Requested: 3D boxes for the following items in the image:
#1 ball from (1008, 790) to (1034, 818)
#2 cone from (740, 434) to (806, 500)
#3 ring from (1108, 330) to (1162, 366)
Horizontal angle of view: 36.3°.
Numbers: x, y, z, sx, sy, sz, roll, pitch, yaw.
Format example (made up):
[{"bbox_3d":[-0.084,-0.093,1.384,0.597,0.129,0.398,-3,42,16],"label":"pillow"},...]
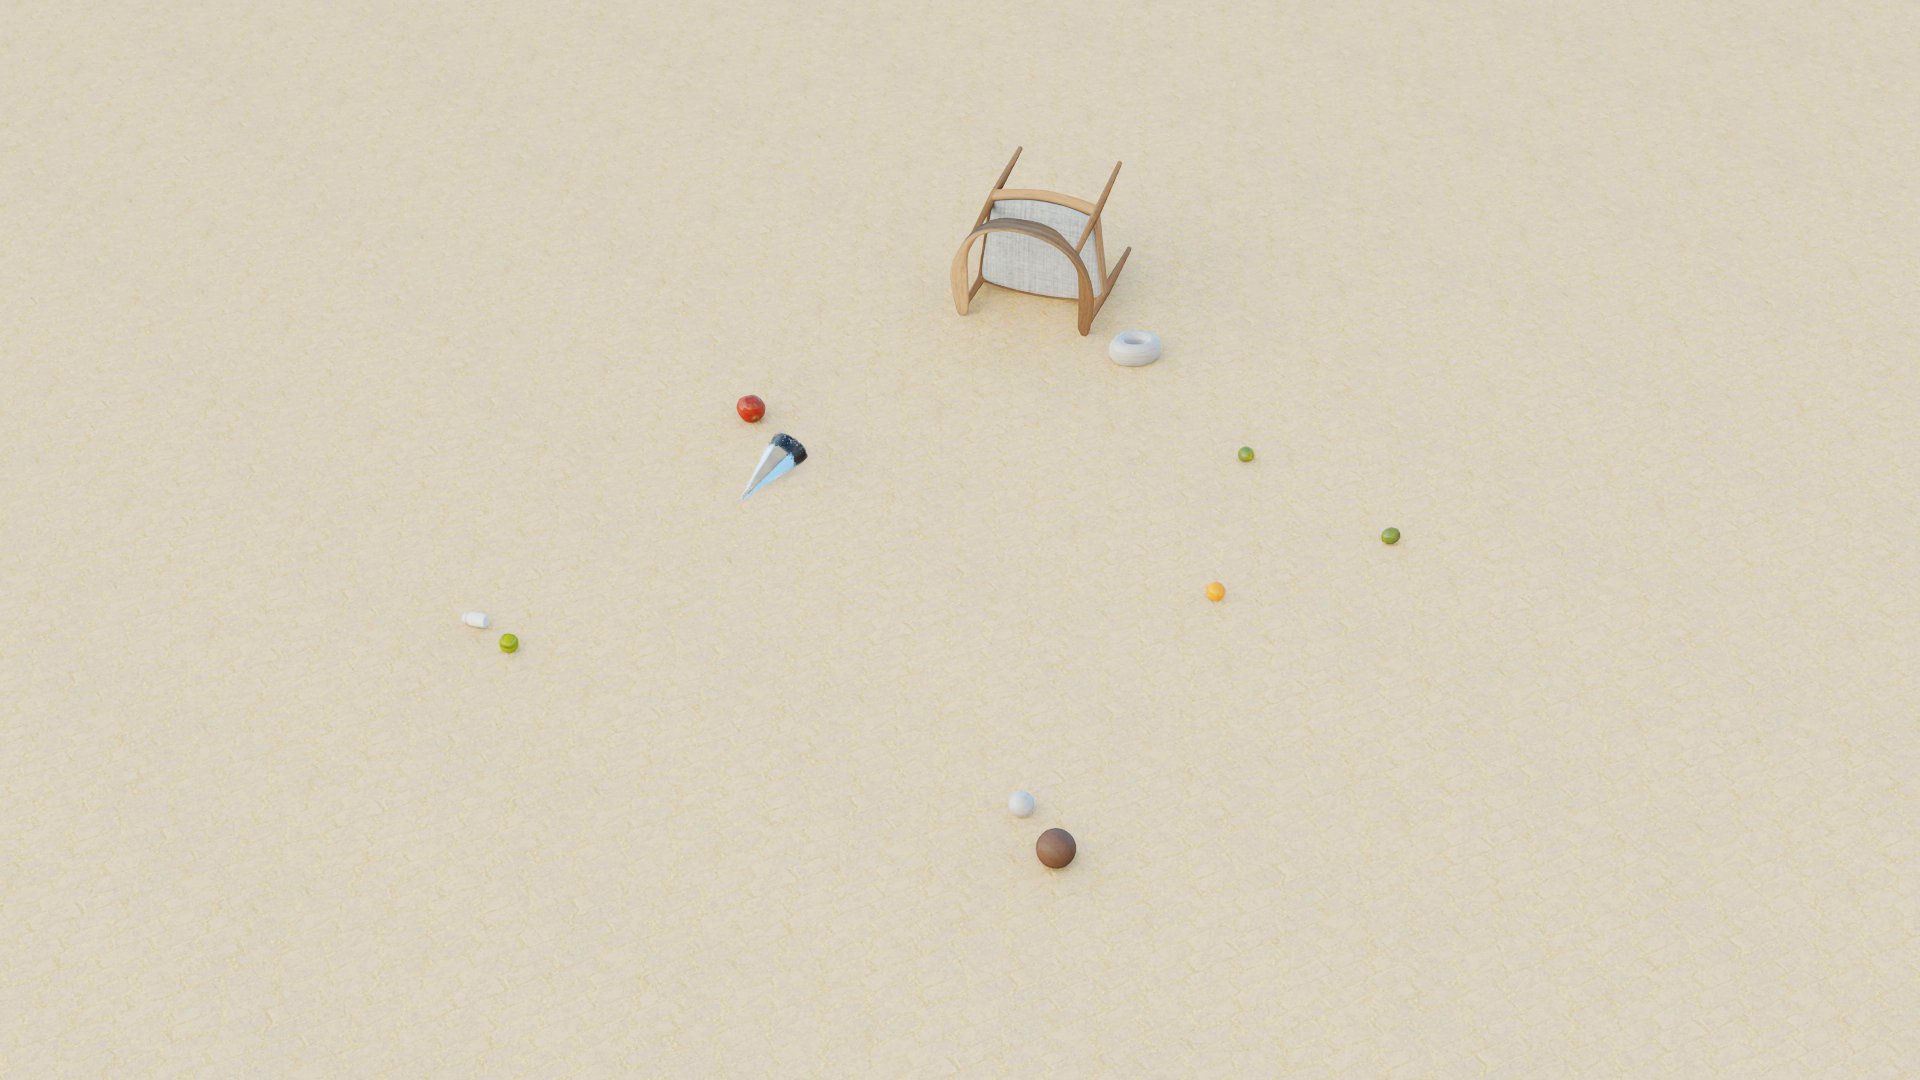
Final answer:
[{"bbox_3d":[0.200,0.860,9.560,0.088,0.088,0.088,0,33,0],"label":"ball"},{"bbox_3d":[-0.752,-0.250,11.262,0.162,0.138,0.345,20,50,26],"label":"cone"},{"bbox_3d":[0.721,-0.787,12.048,0.226,0.101,0.170,-9,36,-15],"label":"ring"}]
